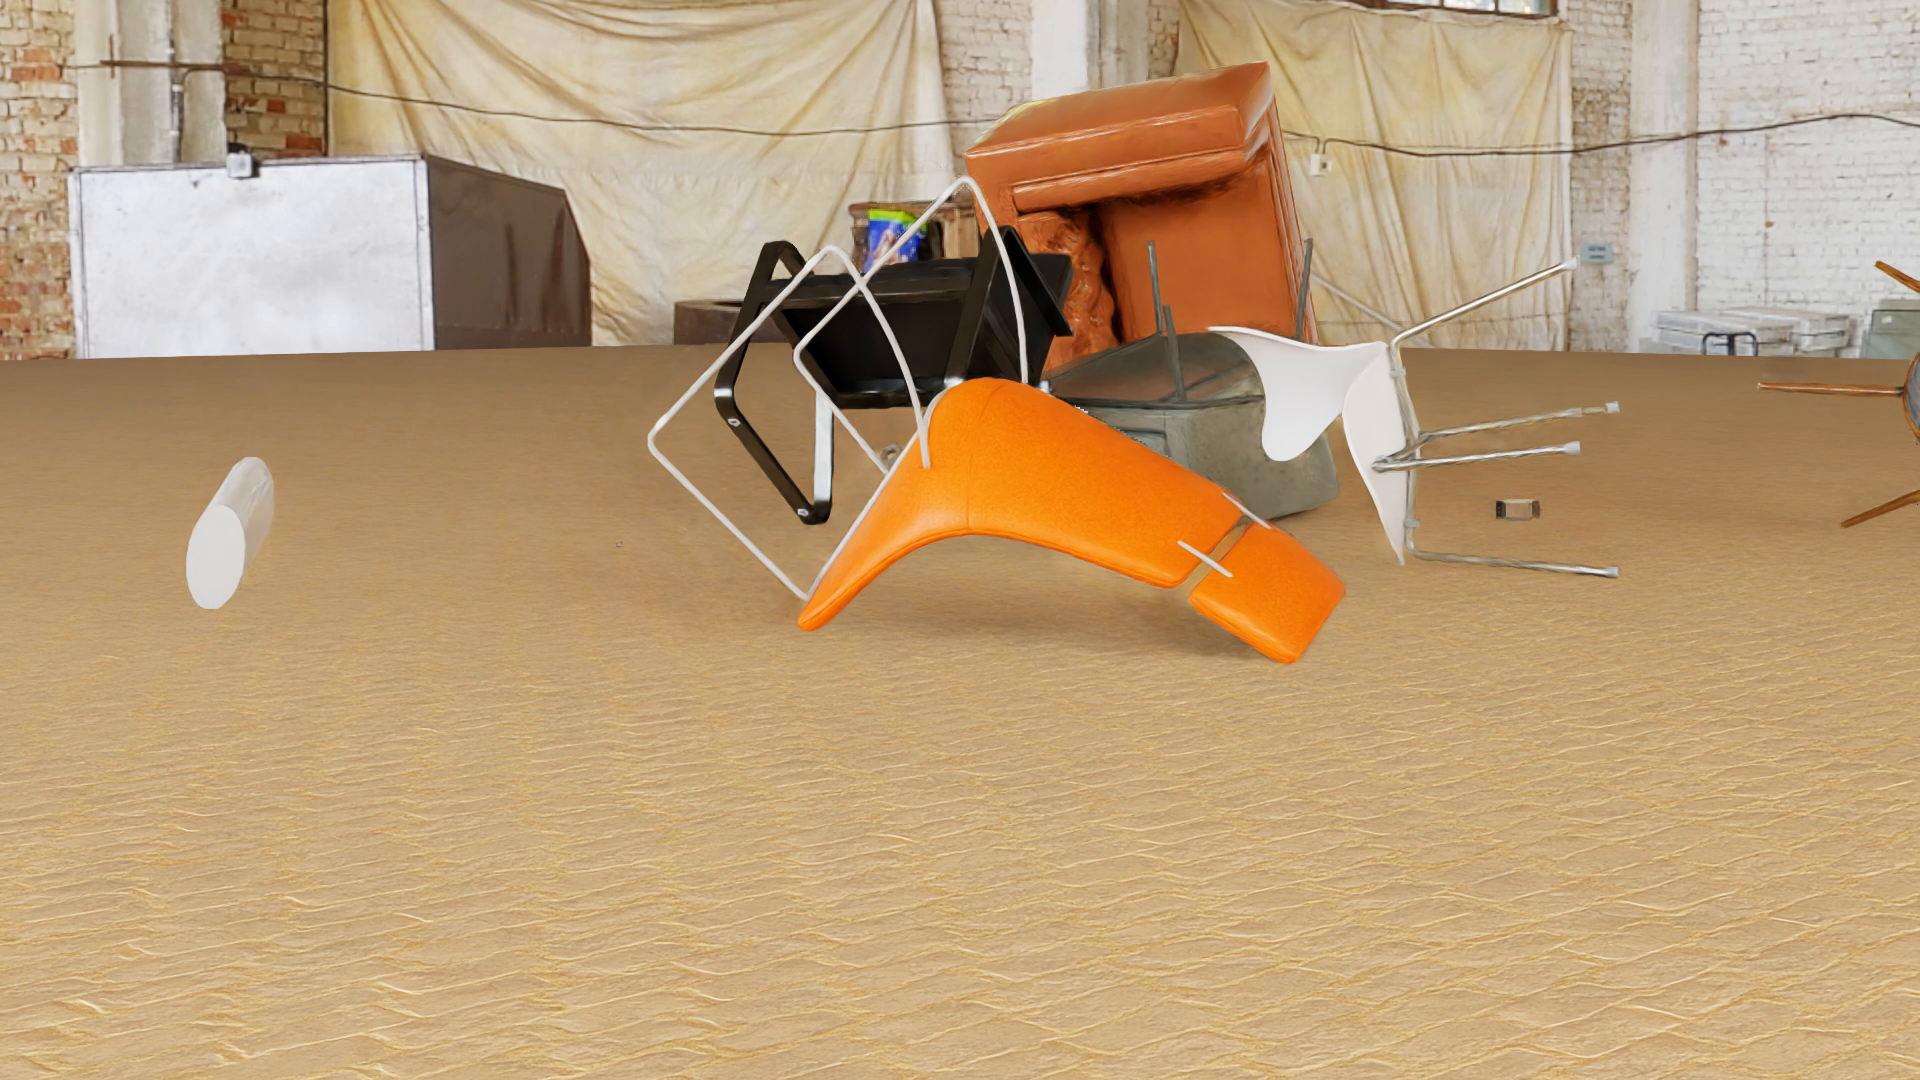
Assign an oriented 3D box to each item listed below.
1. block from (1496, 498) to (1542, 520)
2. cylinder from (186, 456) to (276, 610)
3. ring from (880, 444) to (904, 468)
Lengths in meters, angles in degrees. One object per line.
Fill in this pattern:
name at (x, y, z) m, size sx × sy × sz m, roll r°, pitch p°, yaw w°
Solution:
block at (1.519, -0.082, 6.973) m, size 0.086 × 0.049 × 0.104 m, roll 4°, pitch 7°, yaw 32°
cylinder at (-1.453, -0.015, 5.115) m, size 0.112 × 0.239 × 0.220 m, roll 15°, pitch 27°, yaw -6°
ring at (-0.238, -0.292, 8.852) m, size 0.102 × 0.091 × 0.025 m, roll -7°, pitch -31°, yaw 39°
